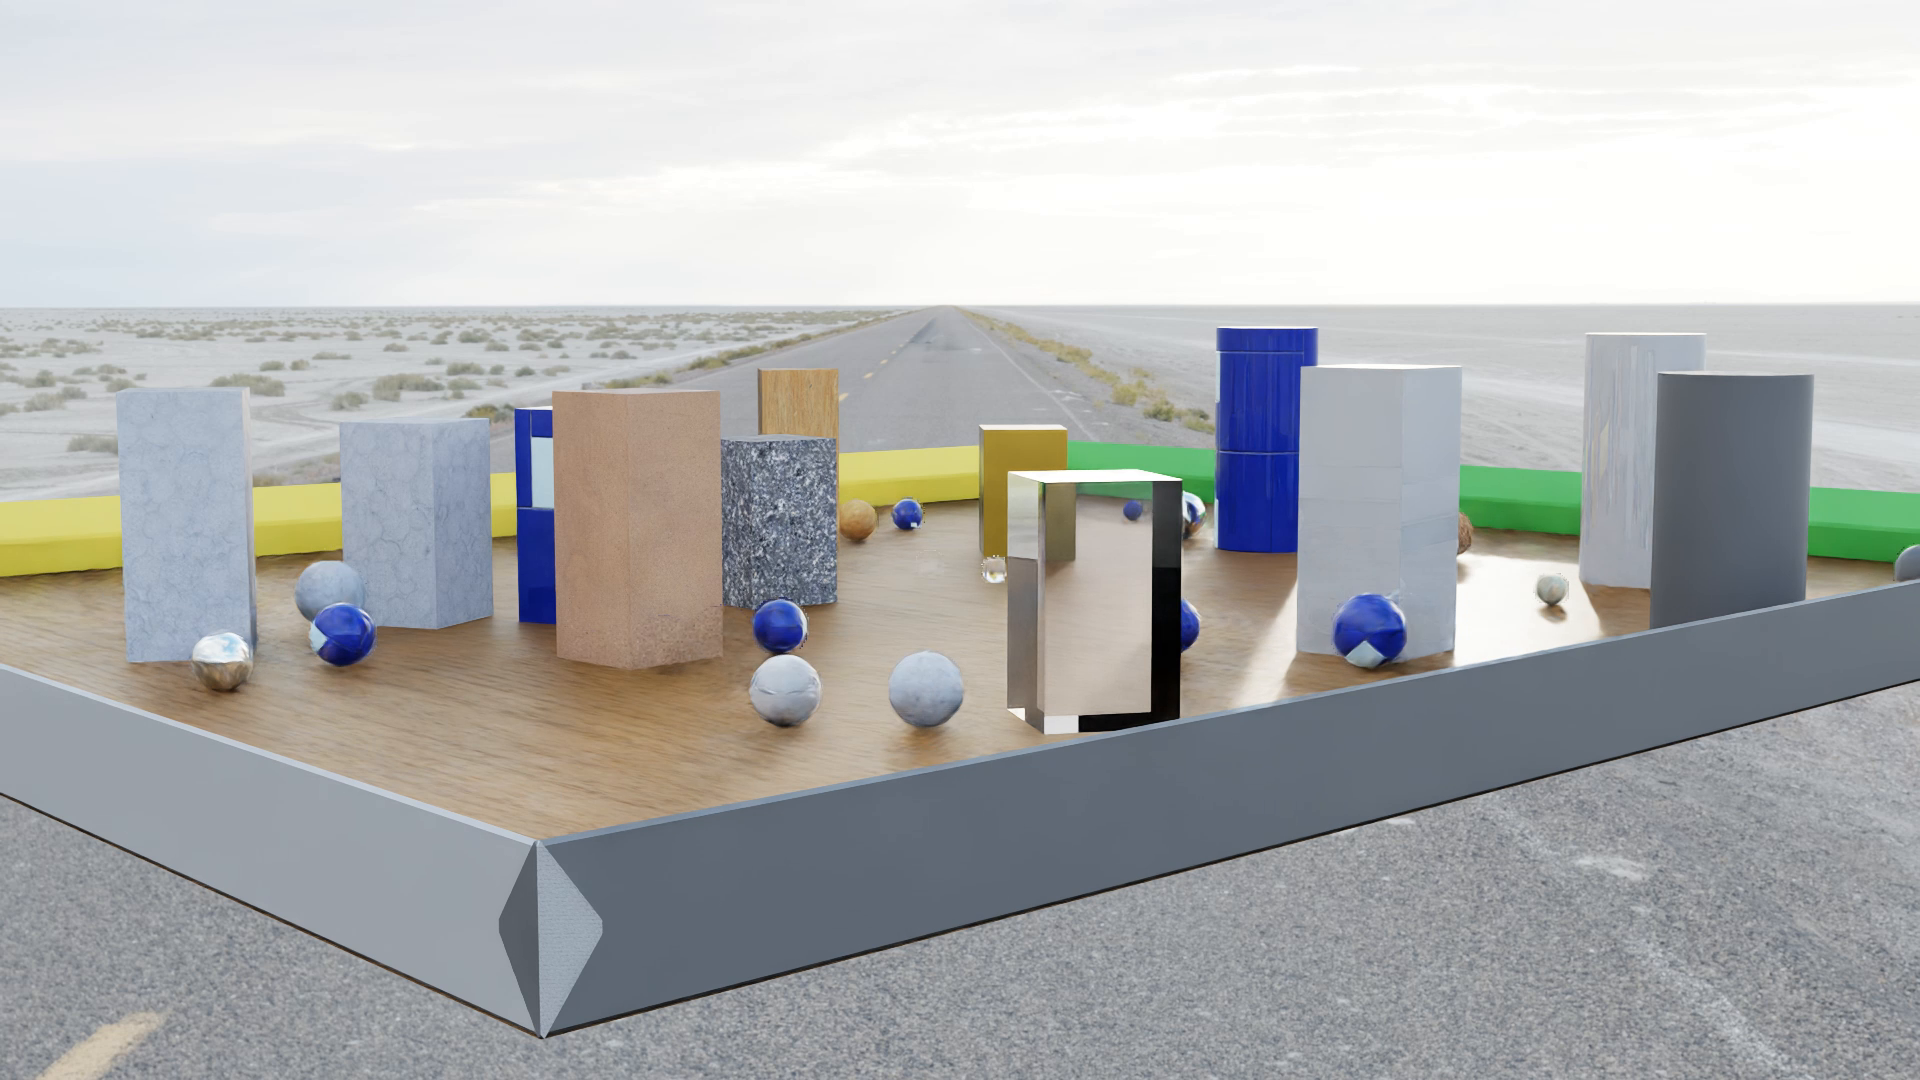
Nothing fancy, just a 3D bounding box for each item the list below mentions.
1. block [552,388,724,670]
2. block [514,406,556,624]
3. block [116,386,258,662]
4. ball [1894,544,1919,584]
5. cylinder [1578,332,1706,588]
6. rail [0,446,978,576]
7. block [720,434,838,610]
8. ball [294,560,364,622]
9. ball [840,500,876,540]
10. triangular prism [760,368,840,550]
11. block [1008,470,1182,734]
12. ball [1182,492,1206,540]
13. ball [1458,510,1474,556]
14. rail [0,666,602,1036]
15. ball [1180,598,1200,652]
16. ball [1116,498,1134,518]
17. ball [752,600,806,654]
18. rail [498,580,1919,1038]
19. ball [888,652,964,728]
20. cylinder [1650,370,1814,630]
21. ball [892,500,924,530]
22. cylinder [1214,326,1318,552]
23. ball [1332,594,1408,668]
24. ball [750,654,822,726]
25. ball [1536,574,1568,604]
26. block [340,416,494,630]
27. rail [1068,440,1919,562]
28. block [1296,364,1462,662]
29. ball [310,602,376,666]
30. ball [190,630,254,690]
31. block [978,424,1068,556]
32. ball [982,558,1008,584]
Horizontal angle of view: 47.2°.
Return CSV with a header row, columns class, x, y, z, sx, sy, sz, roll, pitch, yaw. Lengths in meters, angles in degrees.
class,x,y,z,sx,sy,sz,roll,pitch,yaw
block,-0.409,-0.020,2.792,0.149,0.339,0.149,6,8,42
block,-0.527,-0.038,3.143,0.149,0.302,0.149,3,7,24
block,-0.994,-0.025,2.837,0.149,0.339,0.149,-2,6,-14
ball,1.483,0.047,3.390,0.080,0.080,0.080,0,6,0
cylinder,1.105,-0.133,3.563,0.187,0.401,0.187,0,6,0
rail,-0.868,-0.068,4.268,3.101,0.121,0.045,-6,8,-42
block,-0.291,-0.031,3.331,0.149,0.248,0.149,-5,8,-37
ball,-0.873,0.074,3.045,0.093,0.093,0.093,0,6,0
ball,-0.198,-0.038,4.199,0.079,0.079,0.079,0,6,0
triangular prism,-0.328,-0.148,4.037,0.162,0.332,0.140,-5,8,-38
block,0.143,0.062,2.374,0.149,0.264,0.149,-1,6,-14
ball,0.426,-0.047,4.217,0.092,0.092,0.092,0,6,0
ball,0.868,-0.013,3.912,0.089,0.089,0.089,0,6,0
rail,-1.122,0.141,2.303,0.045,0.121,2.607,-6,8,-42
ball,0.271,0.110,2.824,0.075,0.075,0.075,0,6,0
ball,0.349,-0.067,4.653,0.041,0.041,0.041,0,6,0
ball,-0.232,0.111,2.836,0.069,0.069,0.069,0,6,0
rail,0.868,0.131,2.397,3.101,0.121,0.045,-6,8,-42
ball,-0.036,0.159,2.334,0.081,0.081,0.081,0,6,0
cylinder,0.979,-0.031,2.796,0.187,0.361,0.187,0,6,0
ball,-0.105,-0.050,4.388,0.063,0.063,0.063,0,6,0
cylinder,0.565,-0.189,4.064,0.187,0.407,0.187,0,6,0
ball,0.507,0.112,2.721,0.092,0.092,0.092,0,6,0
ball,-0.186,0.160,2.340,0.076,0.076,0.076,0,6,0
ball,0.887,0.074,3.298,0.046,0.046,0.046,0,6,0
block,-0.771,-0.028,3.128,0.149,0.285,0.149,2,6,19
rail,1.122,-0.078,4.362,0.045,0.121,2.607,-6,8,-42
block,0.542,-0.040,2.846,0.149,0.368,0.149,5,8,41
ball,-0.767,0.117,2.734,0.079,0.079,0.079,0,6,0
ball,-0.858,0.141,2.558,0.070,0.070,0.070,0,6,0
block,0.113,-0.091,3.996,0.149,0.228,0.149,0,6,-3
ball,0.057,0.049,3.553,0.042,0.042,0.042,0,6,0
